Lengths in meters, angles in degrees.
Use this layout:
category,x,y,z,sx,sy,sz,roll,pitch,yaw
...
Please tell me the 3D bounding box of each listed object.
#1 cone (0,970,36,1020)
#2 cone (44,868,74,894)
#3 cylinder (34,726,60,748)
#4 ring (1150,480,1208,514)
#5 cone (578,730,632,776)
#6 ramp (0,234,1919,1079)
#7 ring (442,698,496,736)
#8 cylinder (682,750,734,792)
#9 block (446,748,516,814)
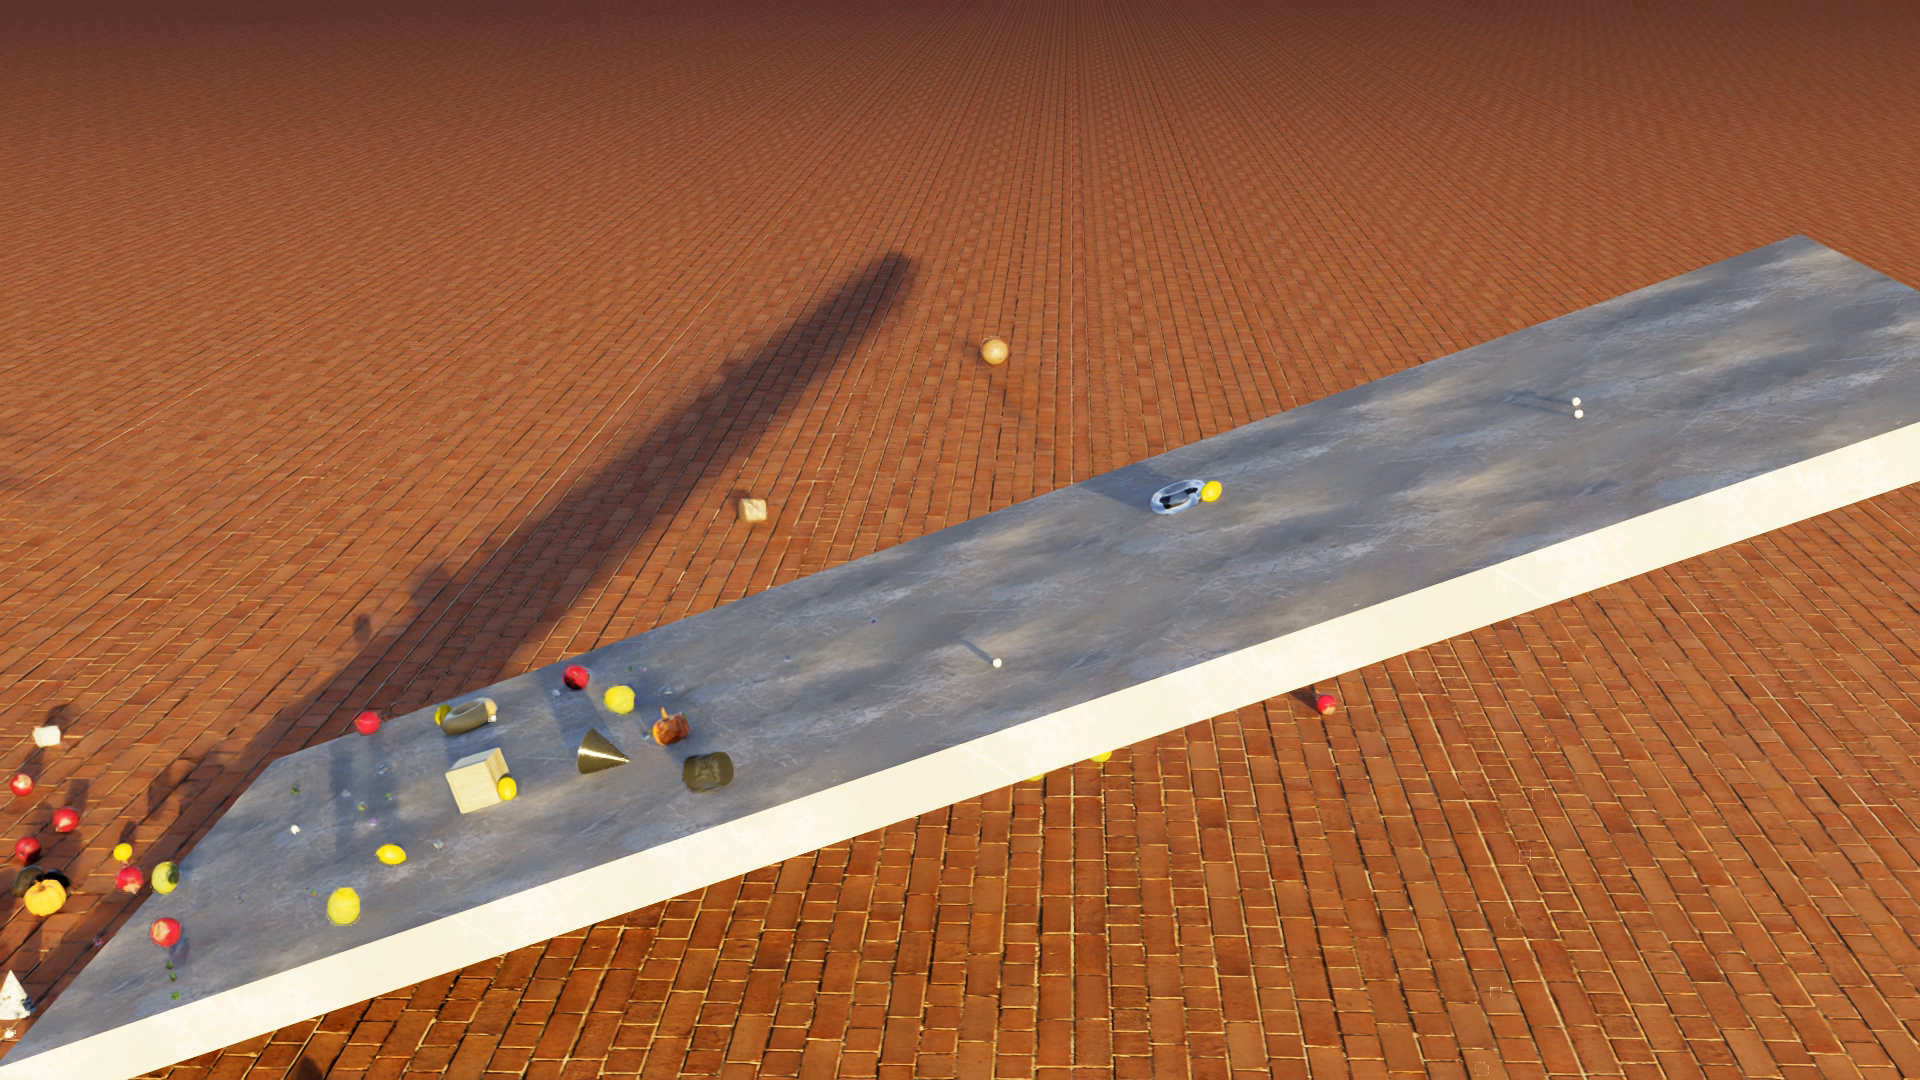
category,x,y,z,sx,sy,sz,roll,pitch,yaw
cone,-1.954,0.928,6.062,0.091,0.091,0.091,0,13,0
cone,-2.058,0.786,6.755,0.062,0.062,0.062,2,12,27
cylinder,-2.460,0.529,7.929,0.052,0.052,0.052,-10,16,-37
ring,0.489,-0.096,6.571,0.134,0.045,0.134,-19,12,4
cone,-0.726,0.449,6.105,0.098,0.098,0.098,10,15,19
ramp,0.113,0.178,6.300,4.000,0.100,2.000,-19,11,6
ring,-1.171,0.421,7.015,0.139,0.046,0.139,-22,13,6
cylinder,-0.483,0.443,5.637,0.069,0.069,0.069,-12,4,33
block,-1.012,0.507,6.205,0.093,0.093,0.093,-17,12,15
